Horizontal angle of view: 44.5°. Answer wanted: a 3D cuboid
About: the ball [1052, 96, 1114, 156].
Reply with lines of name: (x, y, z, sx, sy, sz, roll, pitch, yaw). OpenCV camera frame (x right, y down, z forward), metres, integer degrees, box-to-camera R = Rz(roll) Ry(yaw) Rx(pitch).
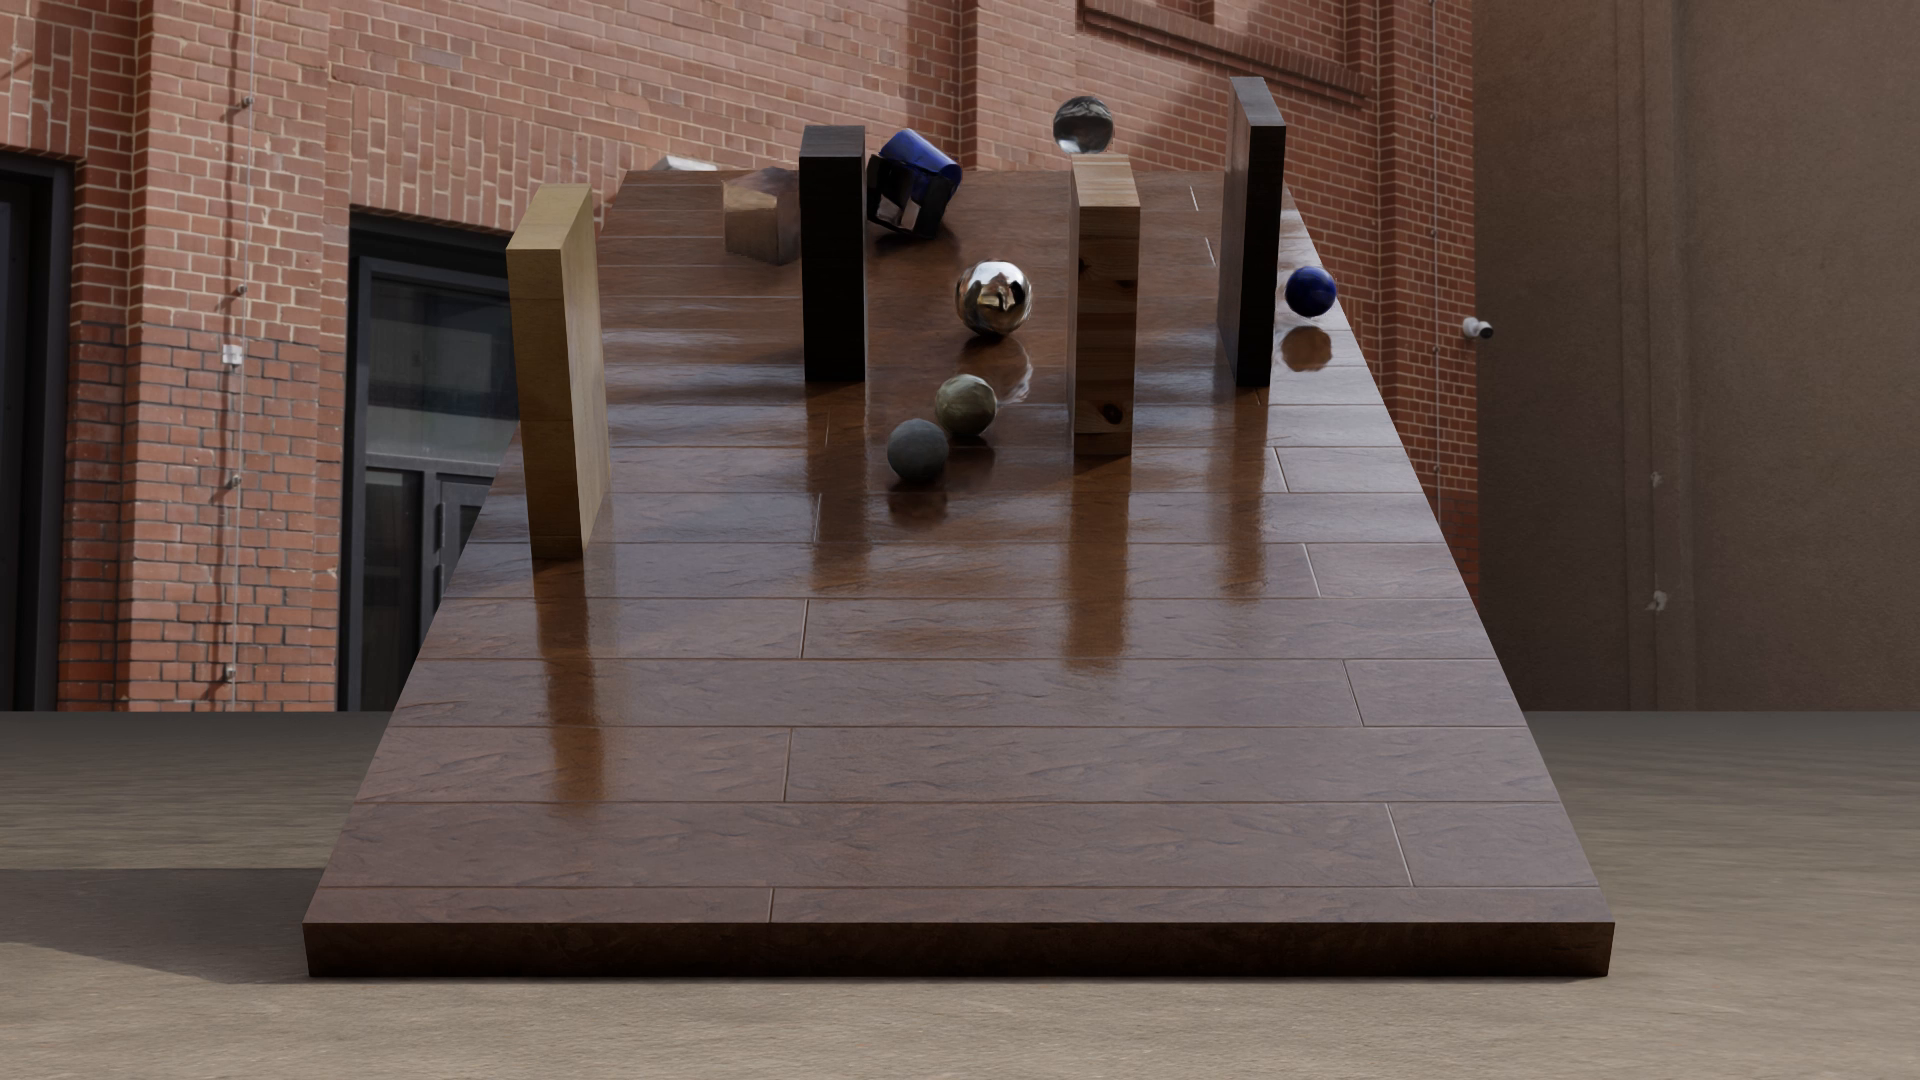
ball: (0.362, -1.213, 6.891, 0.181, 0.181, 0.181, 0, -4, 0)

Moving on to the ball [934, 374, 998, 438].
ball: (0.013, -0.302, 5.273, 0.142, 0.142, 0.142, 0, -4, 0)

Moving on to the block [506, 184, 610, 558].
block: (-0.810, -0.349, 4.776, 0.103, 0.649, 0.429, 0, 25, 0)

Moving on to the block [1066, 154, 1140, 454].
block: (0.316, -0.531, 5.257, 0.128, 0.571, 0.393, 0, 25, 0)

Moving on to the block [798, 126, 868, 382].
block: (-0.298, -0.685, 5.602, 0.144, 0.550, 0.266, 0, 25, 0)

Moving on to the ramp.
ramp: (-0.009, -0.229, 5.401, 2.000, 0.100, 4.000, 0, 25, 0)

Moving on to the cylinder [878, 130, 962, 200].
cylinder: (-0.122, -1.052, 6.724, 0.180, 0.180, 0.180, 40, 12, 21)

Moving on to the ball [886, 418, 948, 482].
ball: (-0.092, -0.193, 5.051, 0.135, 0.135, 0.135, 0, -4, 0)

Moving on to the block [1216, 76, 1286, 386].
block: (0.696, -0.747, 5.643, 0.081, 0.631, 0.445, 0, 25, 0)

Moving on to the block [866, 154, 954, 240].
block: (-0.157, -0.955, 6.534, 0.172, 0.172, 0.172, 27, 16, 33)

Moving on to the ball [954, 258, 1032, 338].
ball: (0.083, -0.603, 5.848, 0.194, 0.194, 0.194, 0, -4, 0)

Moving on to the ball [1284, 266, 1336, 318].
ball: (0.889, -0.629, 5.949, 0.130, 0.130, 0.130, 0, -4, 0)

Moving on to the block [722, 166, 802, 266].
block: (-0.506, -0.890, 6.445, 0.199, 0.199, 0.199, 19, 31, 34)
